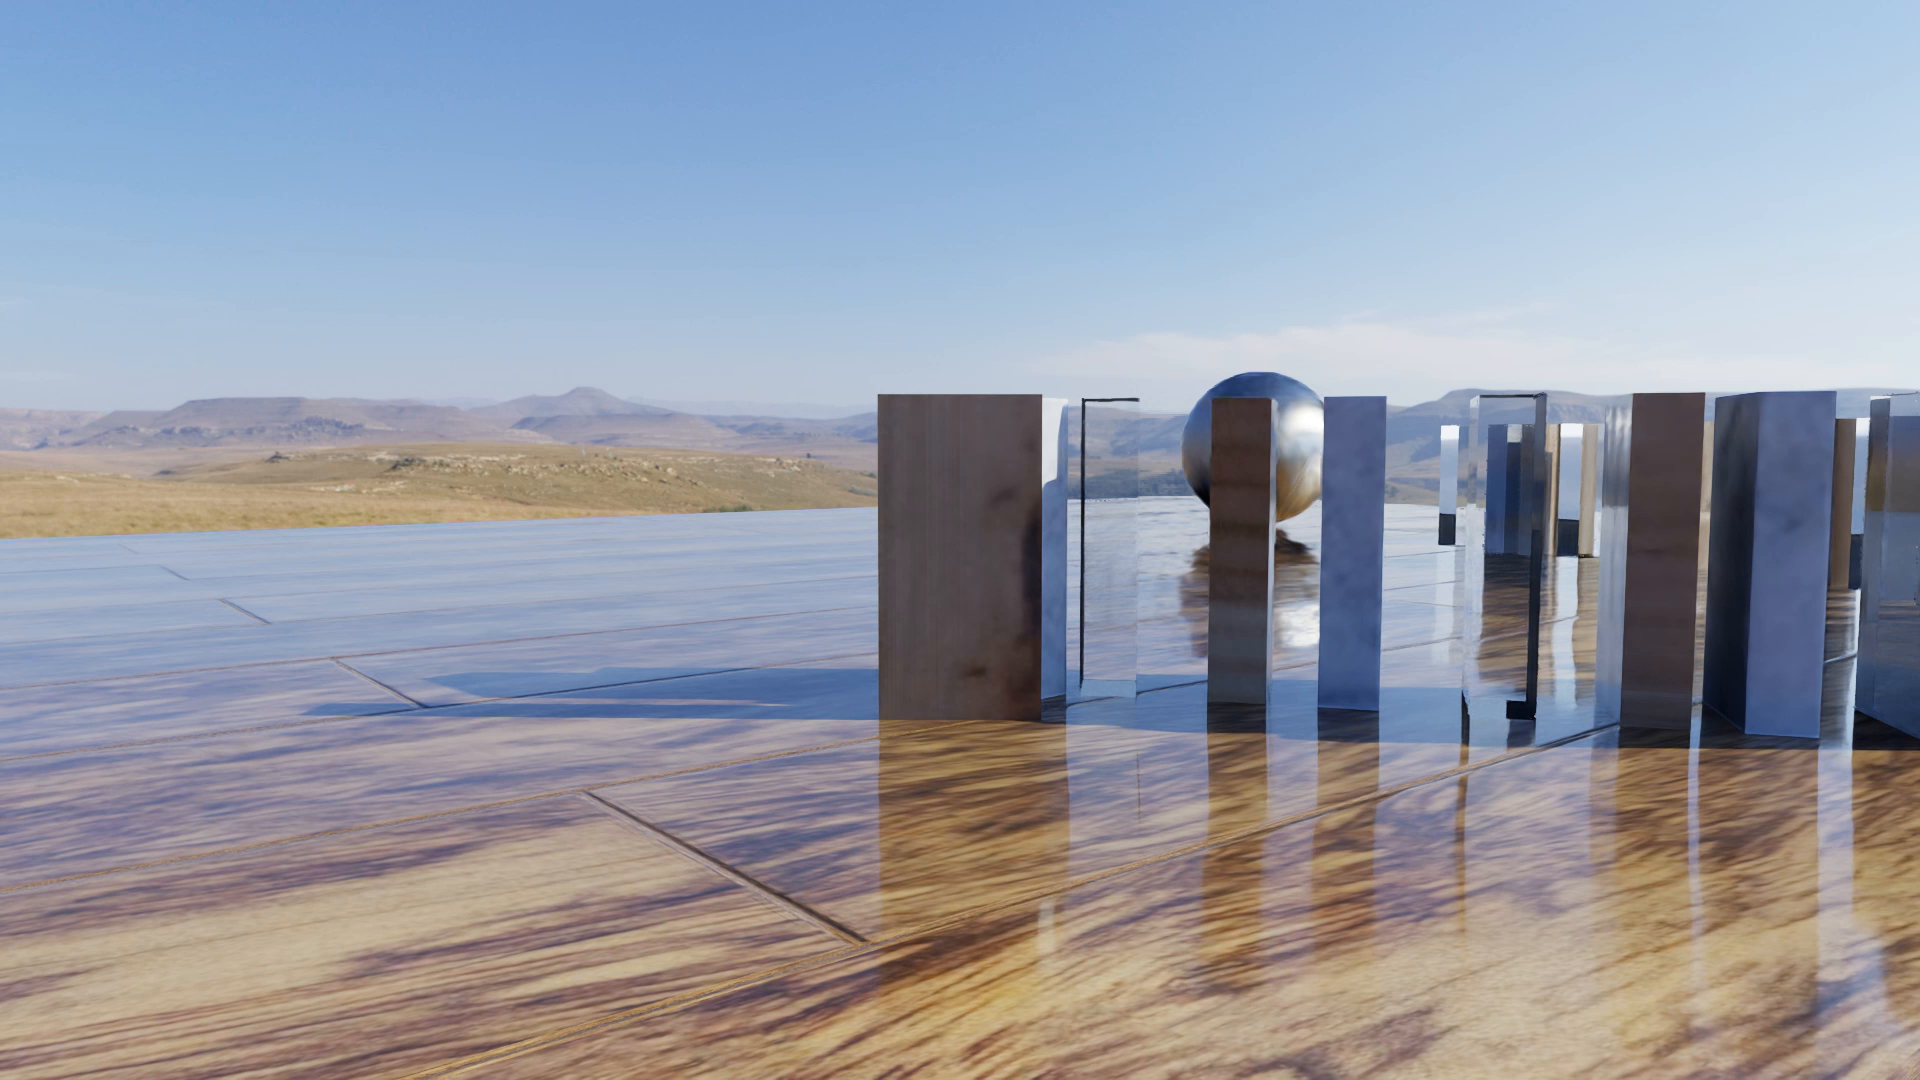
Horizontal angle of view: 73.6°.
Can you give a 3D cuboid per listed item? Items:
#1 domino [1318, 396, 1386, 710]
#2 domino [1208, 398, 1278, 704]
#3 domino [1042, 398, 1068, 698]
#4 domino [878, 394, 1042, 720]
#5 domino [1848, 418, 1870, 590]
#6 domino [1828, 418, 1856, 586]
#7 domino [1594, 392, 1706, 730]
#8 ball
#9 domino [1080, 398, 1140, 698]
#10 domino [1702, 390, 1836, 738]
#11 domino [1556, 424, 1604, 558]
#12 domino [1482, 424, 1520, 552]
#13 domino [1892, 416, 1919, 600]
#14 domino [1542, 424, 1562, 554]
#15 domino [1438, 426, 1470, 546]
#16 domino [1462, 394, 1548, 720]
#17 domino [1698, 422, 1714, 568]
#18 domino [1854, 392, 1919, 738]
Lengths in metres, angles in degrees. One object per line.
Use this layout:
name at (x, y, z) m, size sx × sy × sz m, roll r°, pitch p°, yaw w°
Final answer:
domino at (0.066, 0.001, 0.216) m, size 0.010 × 0.050 × 0.025 m, roll 1°, pitch 5°, yaw 18°
domino at (0.049, 0.001, 0.222) m, size 0.009 × 0.050 × 0.025 m, roll 1°, pitch 4°, yaw 16°
domino at (0.006, 0.001, 0.222) m, size 0.025 × 0.050 × 0.010 m, roll 4°, pitch 6°, yaw 44°
domino at (0.000, 0.002, 0.201) m, size 0.025 × 0.050 × 0.010 m, roll 0°, pitch 4°, yaw 0°
domino at (0.274, -0.010, 0.370) m, size 0.025 × 0.050 × 0.009 m, roll 0°, pitch 4°, yaw 0°
domino at (0.272, -0.012, 0.389) m, size 0.025 × 0.050 × 0.009 m, roll -1°, pitch 4°, yaw -9°
domino at (0.108, 0.002, 0.202) m, size 0.009 × 0.050 × 0.025 m, roll 1°, pitch 5°, yaw 18°
ball at (0.155, -0.048, 0.668) m, size 0.080 × 0.080 × 0.080 m, roll 0°, pitch 4°, yaw 0°
domino at (0.027, 0.001, 0.227) m, size 0.009 × 0.050 × 0.025 m, roll 1°, pitch 4°, yaw 8°
domino at (0.124, 0.003, 0.197) m, size 0.009 × 0.050 × 0.025 m, roll 1°, pitch 4°, yaw 17°
domino at (0.239, -0.019, 0.483) m, size 0.025 × 0.050 × 0.010 m, roll -2°, pitch 5°, yaw -24°
domino at (0.224, -0.021, 0.516) m, size 0.025 × 0.050 × 0.009 m, roll -2°, pitch 5°, yaw -25°
domino at (0.272, -0.009, 0.350) m, size 0.025 × 0.050 × 0.009 m, roll 0°, pitch 4°, yaw 6°
domino at (0.231, -0.020, 0.501) m, size 0.025 × 0.050 × 0.010 m, roll -2°, pitch 5°, yaw -24°
domino at (0.214, -0.023, 0.537) m, size 0.025 × 0.050 × 0.009 m, roll -2°, pitch 5°, yaw -24°
domino at (0.088, 0.002, 0.209) m, size 0.009 × 0.050 × 0.025 m, roll 1°, pitch 5°, yaw 19°
domino at (0.256, -0.016, 0.442) m, size 0.025 × 0.050 × 0.010 m, roll -2°, pitch 5°, yaw -21°
domino at (0.145, 0.003, 0.191) m, size 0.010 × 0.050 × 0.025 m, roll 1°, pitch 4°, yaw 14°
